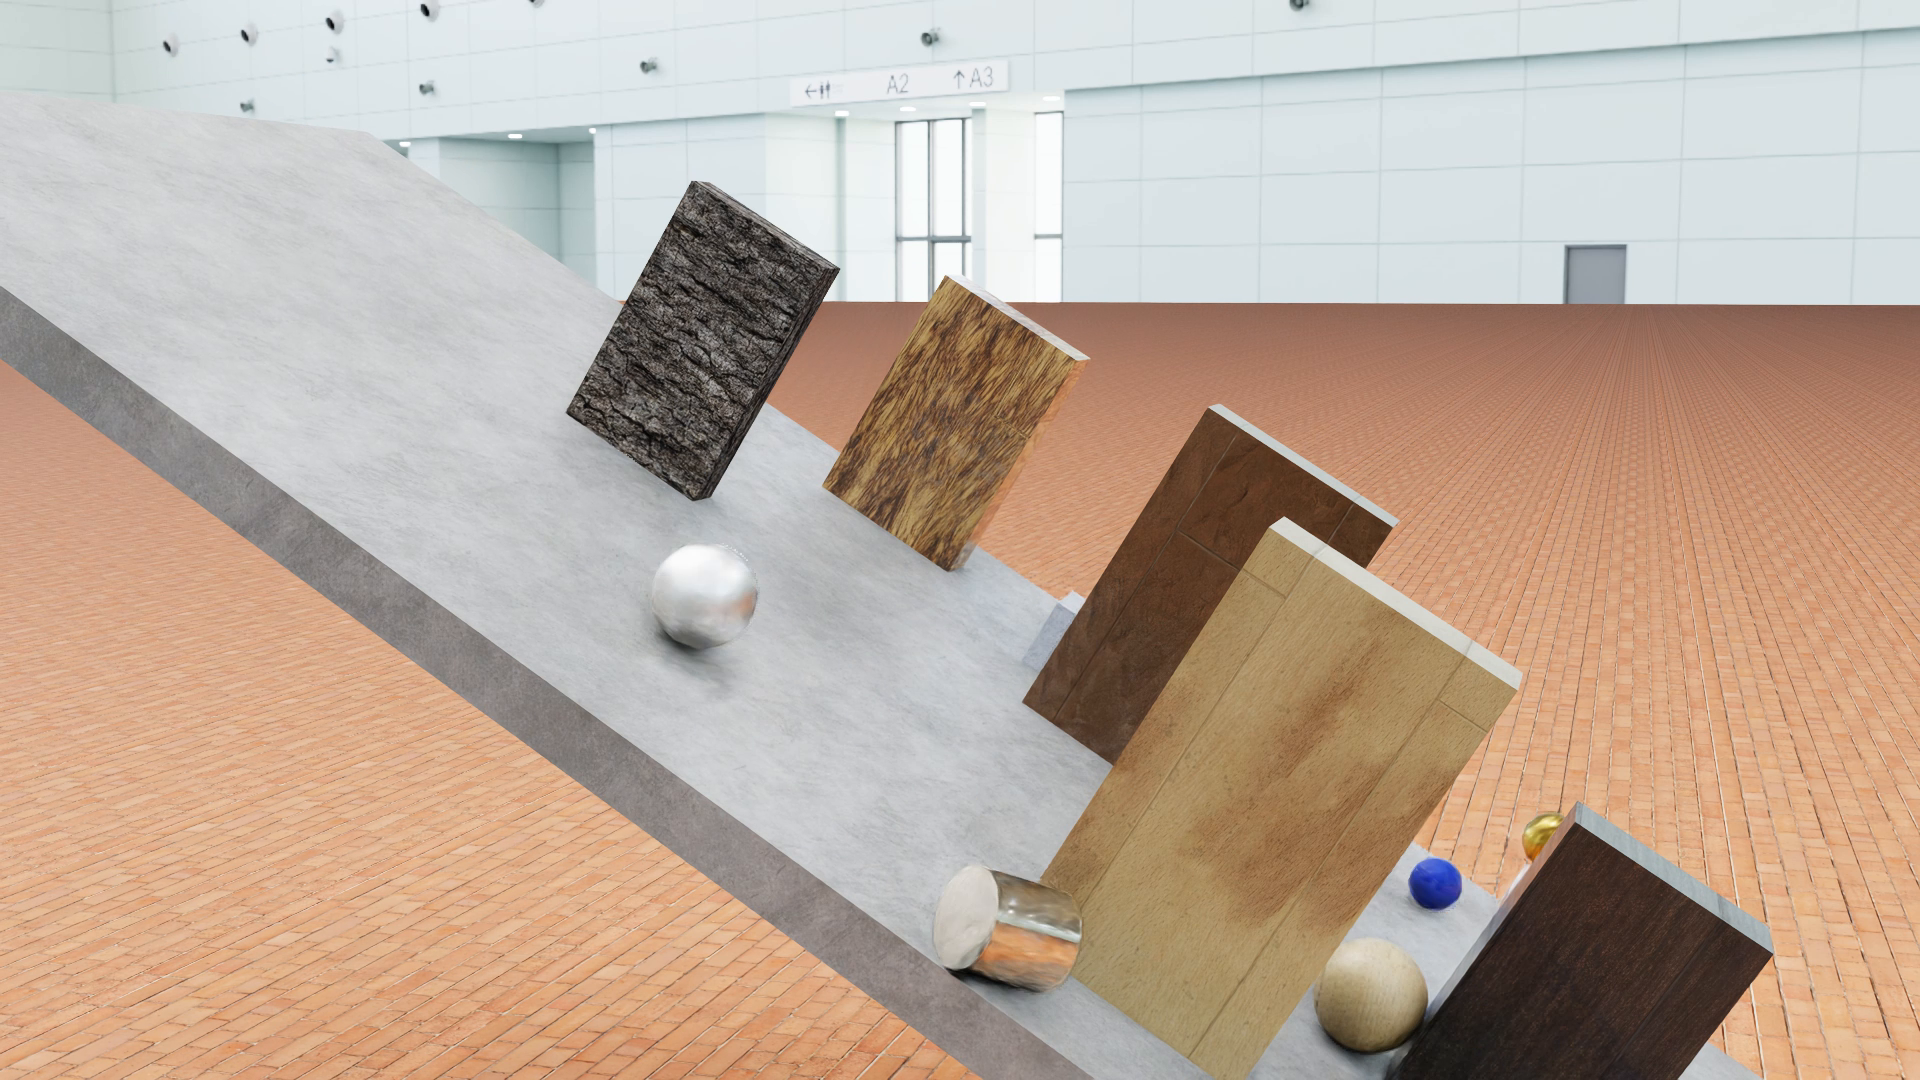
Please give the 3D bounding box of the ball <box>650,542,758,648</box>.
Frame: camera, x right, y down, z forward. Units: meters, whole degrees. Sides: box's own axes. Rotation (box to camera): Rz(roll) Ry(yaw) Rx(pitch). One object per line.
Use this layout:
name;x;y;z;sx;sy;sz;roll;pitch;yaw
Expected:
ball;-0.417;0.090;3.585;0.173;0.173;0.173;0;7;0

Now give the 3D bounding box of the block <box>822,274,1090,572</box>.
block;-0.011;-0.254;4.781;0.342;0.542;0.122;34;15;11

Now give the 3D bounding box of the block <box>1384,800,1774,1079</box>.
block;0.973;0.744;3.489;0.347;0.540;0.145;34;15;11

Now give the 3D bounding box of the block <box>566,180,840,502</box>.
block;-0.501;-0.384;4.263;0.317;0.526;0.086;34;15;11

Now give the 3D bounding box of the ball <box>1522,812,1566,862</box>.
ball;1.841;0.938;6.838;0.181;0.181;0.181;0;7;0

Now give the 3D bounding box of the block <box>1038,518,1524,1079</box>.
block;0.440;0.387;3.226;0.409;0.728;0.141;34;15;11

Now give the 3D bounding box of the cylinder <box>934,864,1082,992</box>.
cylinder;0.066;0.549;3.101;0.149;0.149;0.149;22;-6;-32

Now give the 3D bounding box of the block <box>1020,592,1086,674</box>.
block;0.241;0.217;4.524;0.147;0.147;0.147;34;15;9

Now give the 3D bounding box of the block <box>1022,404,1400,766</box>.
block;0.472;0.139;4.191;0.406;0.679;0.119;34;15;11

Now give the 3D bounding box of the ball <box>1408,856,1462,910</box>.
ball;0.967;0.699;4.472;0.108;0.108;0.108;0;7;0

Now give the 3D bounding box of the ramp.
ramp;-0.153;0.254;4.112;4.000;0.100;2.000;34;15;11

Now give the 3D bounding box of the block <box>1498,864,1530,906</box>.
block;1.251;0.789;4.743;0.107;0.107;0.107;27;15;-17

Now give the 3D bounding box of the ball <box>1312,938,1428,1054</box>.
ball;0.669;0.743;3.591;0.185;0.185;0.185;0;7;0
